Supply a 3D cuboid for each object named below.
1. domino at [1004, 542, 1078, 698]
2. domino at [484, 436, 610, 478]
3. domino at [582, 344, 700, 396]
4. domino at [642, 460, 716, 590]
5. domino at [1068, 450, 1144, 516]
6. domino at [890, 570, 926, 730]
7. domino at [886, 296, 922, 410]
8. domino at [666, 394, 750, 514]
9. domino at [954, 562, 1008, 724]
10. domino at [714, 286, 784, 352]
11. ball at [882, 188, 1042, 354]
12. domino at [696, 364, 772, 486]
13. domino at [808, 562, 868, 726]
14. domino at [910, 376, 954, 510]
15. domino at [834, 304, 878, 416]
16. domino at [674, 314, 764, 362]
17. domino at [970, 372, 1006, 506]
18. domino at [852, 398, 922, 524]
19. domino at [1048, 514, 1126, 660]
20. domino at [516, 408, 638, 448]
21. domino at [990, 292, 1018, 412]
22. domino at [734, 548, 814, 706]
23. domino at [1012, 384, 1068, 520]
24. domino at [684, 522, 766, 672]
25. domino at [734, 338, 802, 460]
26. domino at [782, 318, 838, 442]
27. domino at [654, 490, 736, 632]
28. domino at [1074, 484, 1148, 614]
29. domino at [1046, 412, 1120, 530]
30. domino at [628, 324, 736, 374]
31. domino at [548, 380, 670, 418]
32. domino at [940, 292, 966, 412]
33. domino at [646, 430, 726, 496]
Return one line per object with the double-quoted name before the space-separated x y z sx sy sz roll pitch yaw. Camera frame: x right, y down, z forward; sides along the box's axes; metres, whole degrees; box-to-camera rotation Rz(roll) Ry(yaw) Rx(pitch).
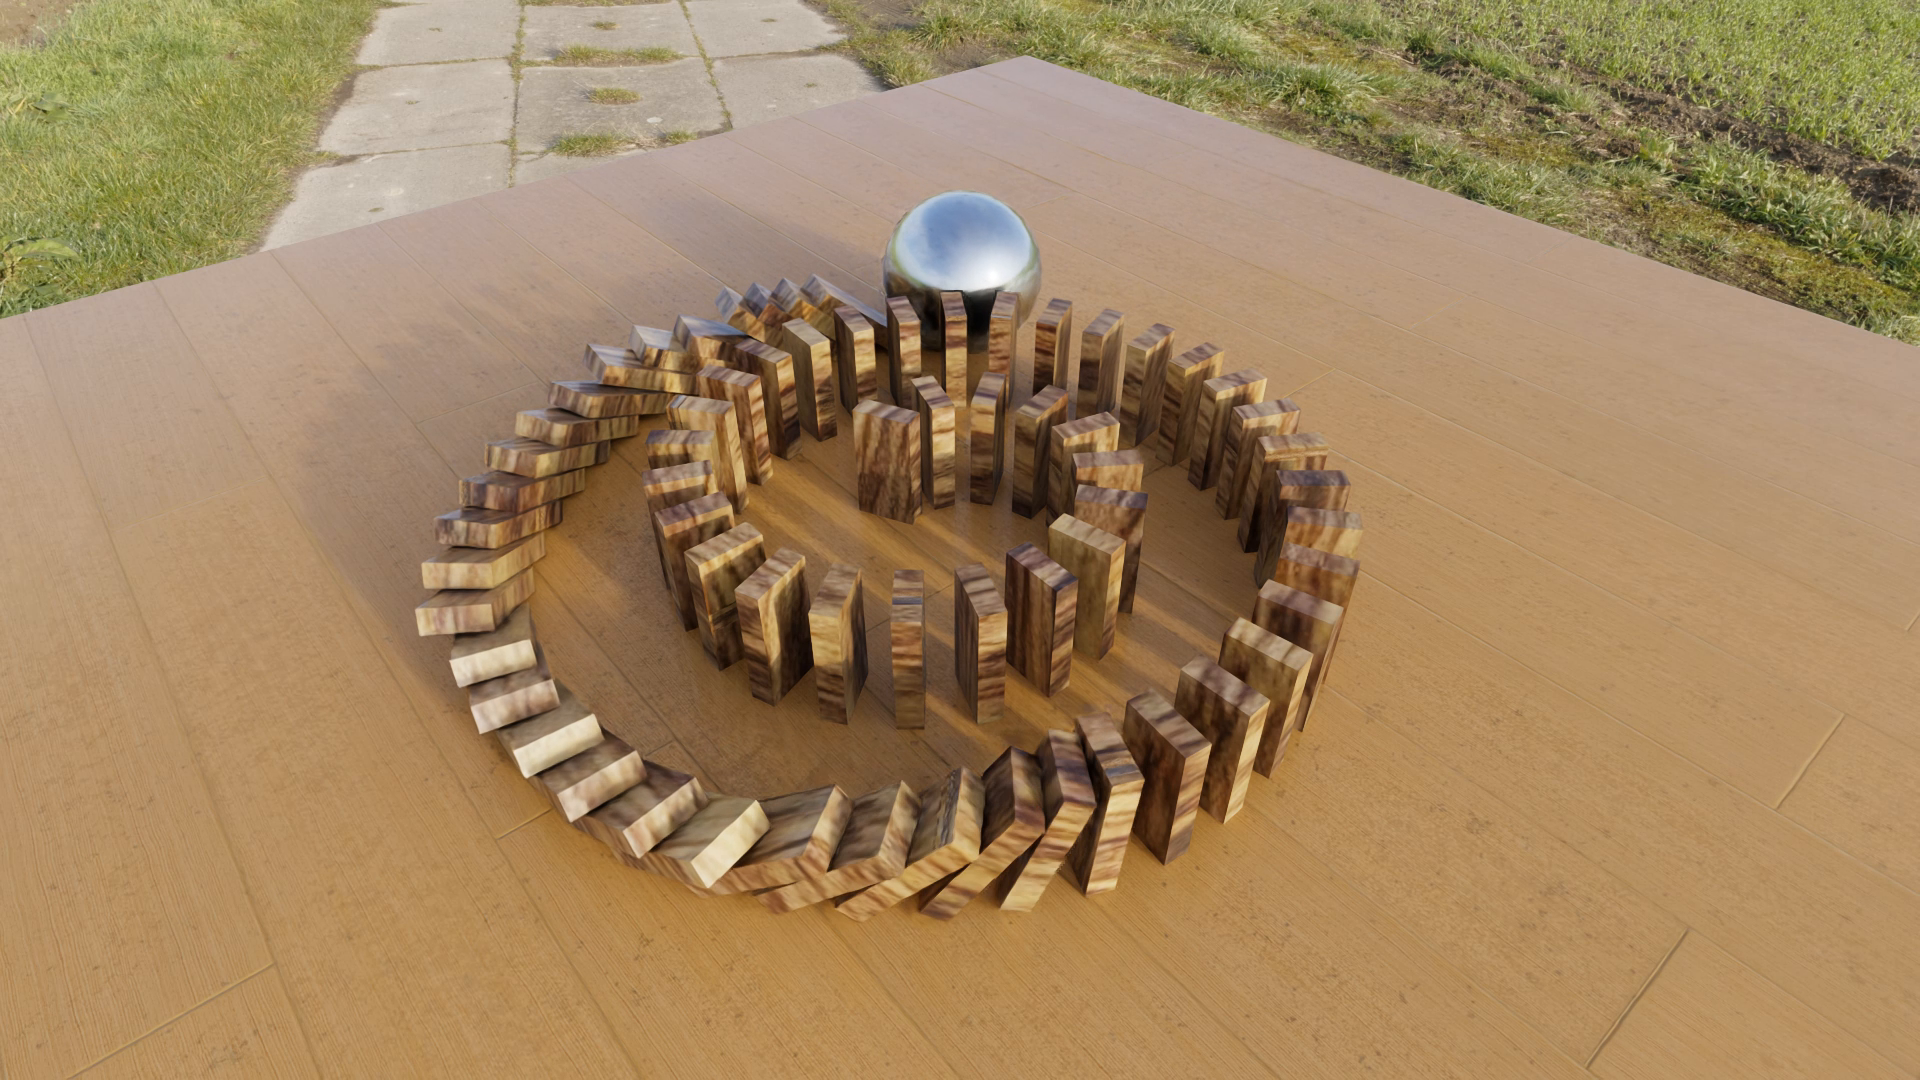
"domino" 0.027 0.028 0.378 0.009 0.050 0.025 -27 46 -29
"domino" -0.176 -0.038 0.473 0.025 0.010 0.050 13 16 15
"domino" -0.151 -0.081 0.526 0.050 0.009 0.025 1 30 -43
"domino" -0.103 -0.005 0.418 0.025 0.050 0.010 -11 41 -14
"domino" 0.055 -0.011 0.425 0.025 0.050 0.009 -4 40 -5
"domino" -0.017 0.037 0.366 0.010 0.050 0.025 0 39 0
"domino" -0.026 -0.086 0.516 0.009 0.050 0.025 -11 41 -13
"domino" -0.104 -0.035 0.454 0.025 0.050 0.010 9 40 10
"domino" 0.007 0.035 0.369 0.010 0.050 0.025 -12 41 -14
"domino" -0.096 -0.107 0.550 0.050 0.010 0.025 24 21 -41
"ball" 0.001 -0.134 0.551 0.080 0.080 0.080 0 39 0
"domino" -0.096 -0.049 0.471 0.025 0.050 0.009 15 42 18
"domino" -0.040 0.035 0.368 0.010 0.050 0.025 8 40 10
"domino" -0.011 -0.041 0.461 0.009 0.050 0.025 -14 41 -17
"domino" -0.048 -0.080 0.509 0.009 0.050 0.025 -17 42 -20
"domino" -0.114 -0.098 0.547 0.050 0.010 0.025 5 31 -36
"domino" 0.012 -0.042 0.463 0.009 0.050 0.025 8 40 10
"domino" -0.029 -0.032 0.450 0.025 0.050 0.009 16 42 18
"domino" 0.043 0.017 0.391 0.025 0.050 0.010 26 46 28
"domino" -0.170 -0.052 0.490 0.025 0.010 0.050 16 17 19
"domino" 0.020 -0.088 0.519 0.009 0.050 0.025 6 40 7
"domino" -0.062 0.030 0.375 0.009 0.050 0.025 20 43 23
"domino" 0.033 -0.036 0.456 0.010 0.050 0.025 24 45 26
"domino" -0.080 0.020 0.387 0.025 0.050 0.010 -29 48 -31
"domino" -0.085 -0.062 0.487 0.025 0.050 0.010 25 45 27
"domino" -0.068 -0.072 0.500 0.010 0.050 0.025 -25 46 -28
"domino" -0.094 0.008 0.401 0.025 0.050 0.010 -20 44 -23
"domino" 0.054 0.004 0.407 0.025 0.050 0.009 8 40 10
"domino" 0.049 -0.025 0.442 0.025 0.050 0.009 -17 42 -20
"domino" -0.134 -0.091 0.538 0.050 0.010 0.025 5 31 -37
"domino" -0.161 -0.066 0.507 0.025 0.010 0.050 21 17 23
"domino" -0.003 -0.089 0.520 0.010 0.050 0.025 -4 39 -5
"domino" -0.107 -0.020 0.436 0.025 0.050 0.009 1 39 1
